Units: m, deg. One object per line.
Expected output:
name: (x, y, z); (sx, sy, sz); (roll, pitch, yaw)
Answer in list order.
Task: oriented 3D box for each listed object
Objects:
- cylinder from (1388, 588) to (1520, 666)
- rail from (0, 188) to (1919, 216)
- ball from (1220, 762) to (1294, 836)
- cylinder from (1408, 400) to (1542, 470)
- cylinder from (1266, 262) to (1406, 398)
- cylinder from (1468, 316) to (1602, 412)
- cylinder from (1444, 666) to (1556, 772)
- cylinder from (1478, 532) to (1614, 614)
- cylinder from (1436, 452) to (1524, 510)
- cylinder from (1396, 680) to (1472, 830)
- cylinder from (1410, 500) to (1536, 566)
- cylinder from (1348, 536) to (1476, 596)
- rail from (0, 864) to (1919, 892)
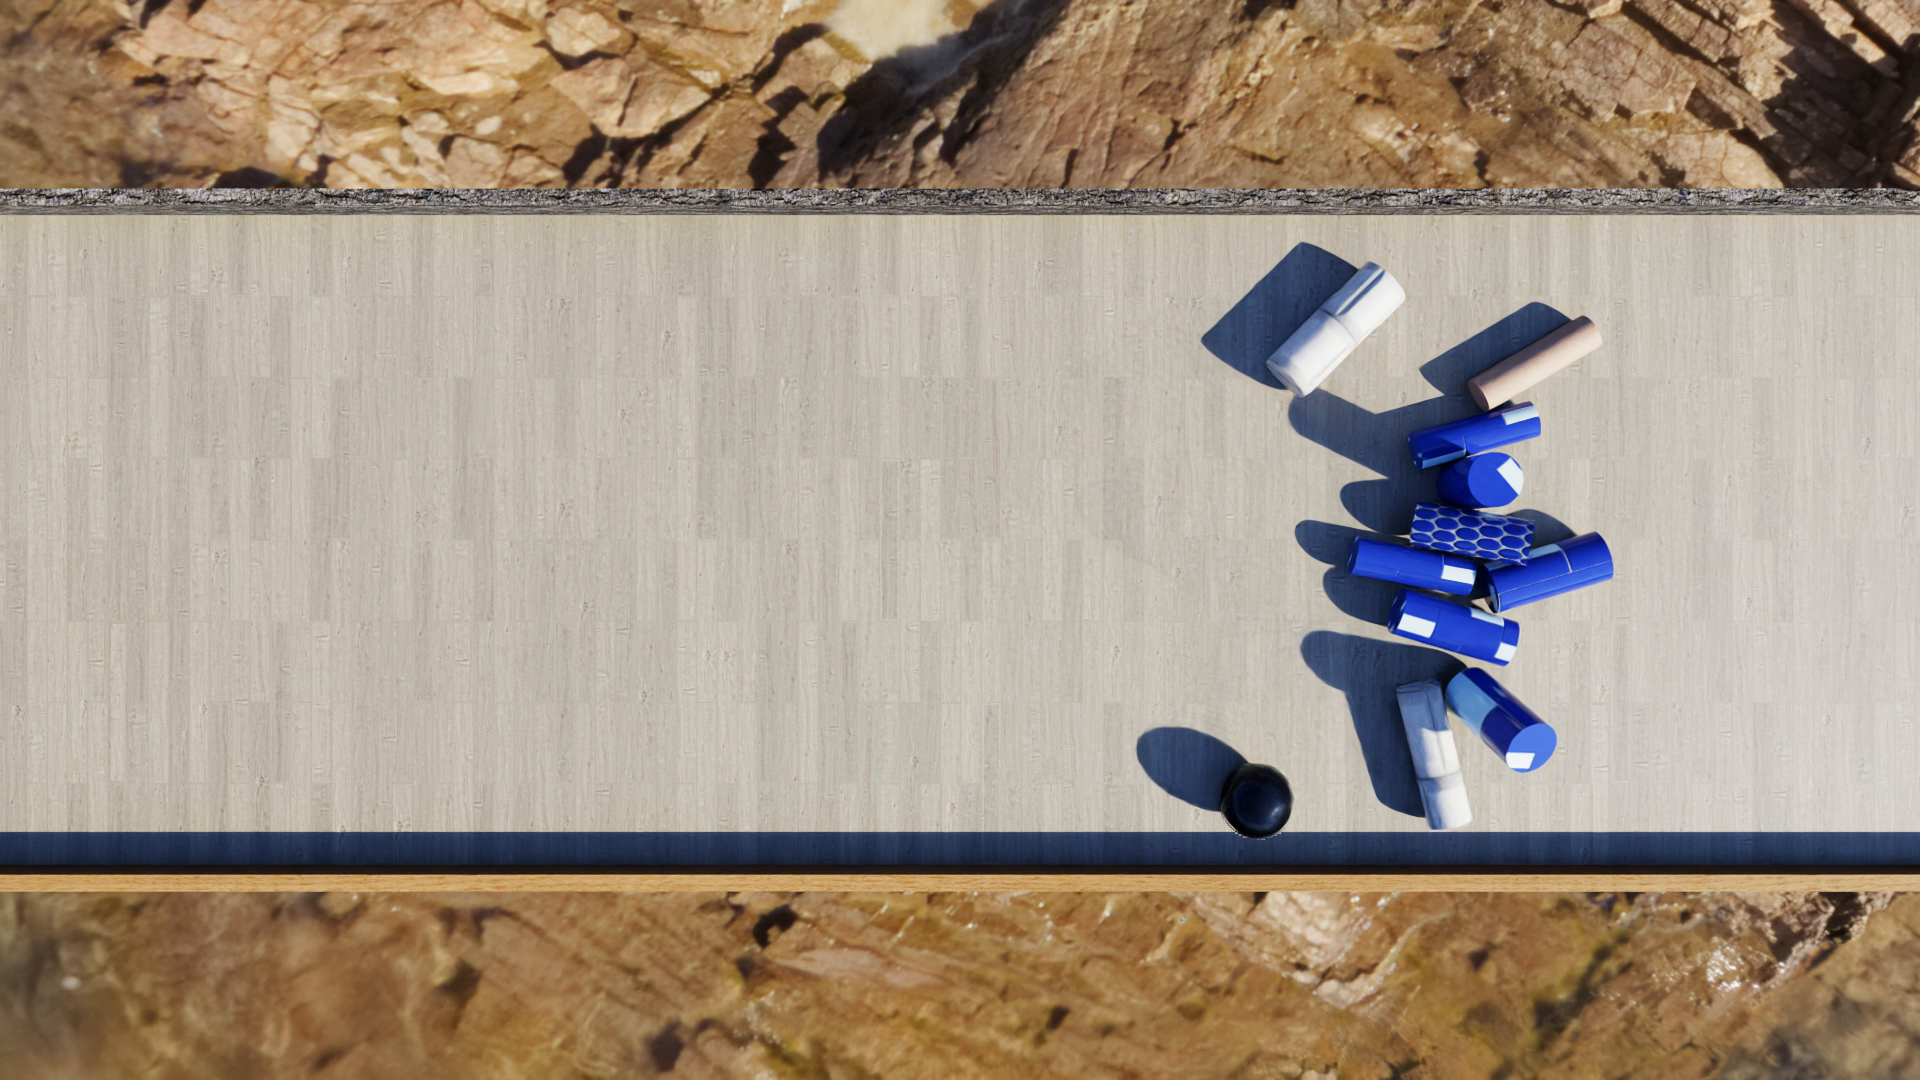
cylinder: (1.496, 0.264, 5.004); (0.354, 0.145, 0.145); (17, 90, 0)
rail: (-2.247, -1.025, 5.002); (12.000, 0.150, 0.050); (0, 90, 0)
ball: (0.895, 0.782, 4.966); (0.221, 0.221, 0.221); (0, 90, 0)
cylinder: (1.565, -0.319, 5.019); (0.370, 0.115, 0.115); (-15, 90, 0)
cylinder: (1.137, -0.635, 4.996); (0.425, 0.162, 0.162); (-44, 90, 0)
cylinder: (1.749, -0.537, 5.021); (0.395, 0.111, 0.111); (-30, 90, 0)
cylinder: (1.598, 0.530, 4.892); (0.166, 0.332, 0.166); (-8, 117, -15)
cylinder: (1.773, 0.099, 4.998); (0.356, 0.156, 0.156); (-16, 90, 0)
cylinder: (1.546, -0.173, 4.919); (0.160, 0.313, 0.160); (0, 89, 0)
cylinder: (1.437, 0.650, 5.001); (0.132, 0.132, 0.428); (-14, 93, 0)
cylinder: (1.538, -0.021, 4.954); (0.340, 0.138, 0.138); (11, 90, 20)
cylinder: (1.374, 0.080, 5.019); (0.360, 0.116, 0.116); (11, 90, 0)
rail: (-2.247, 1.025, 5.001); (12.000, 0.150, 0.050); (0, 90, 0)
